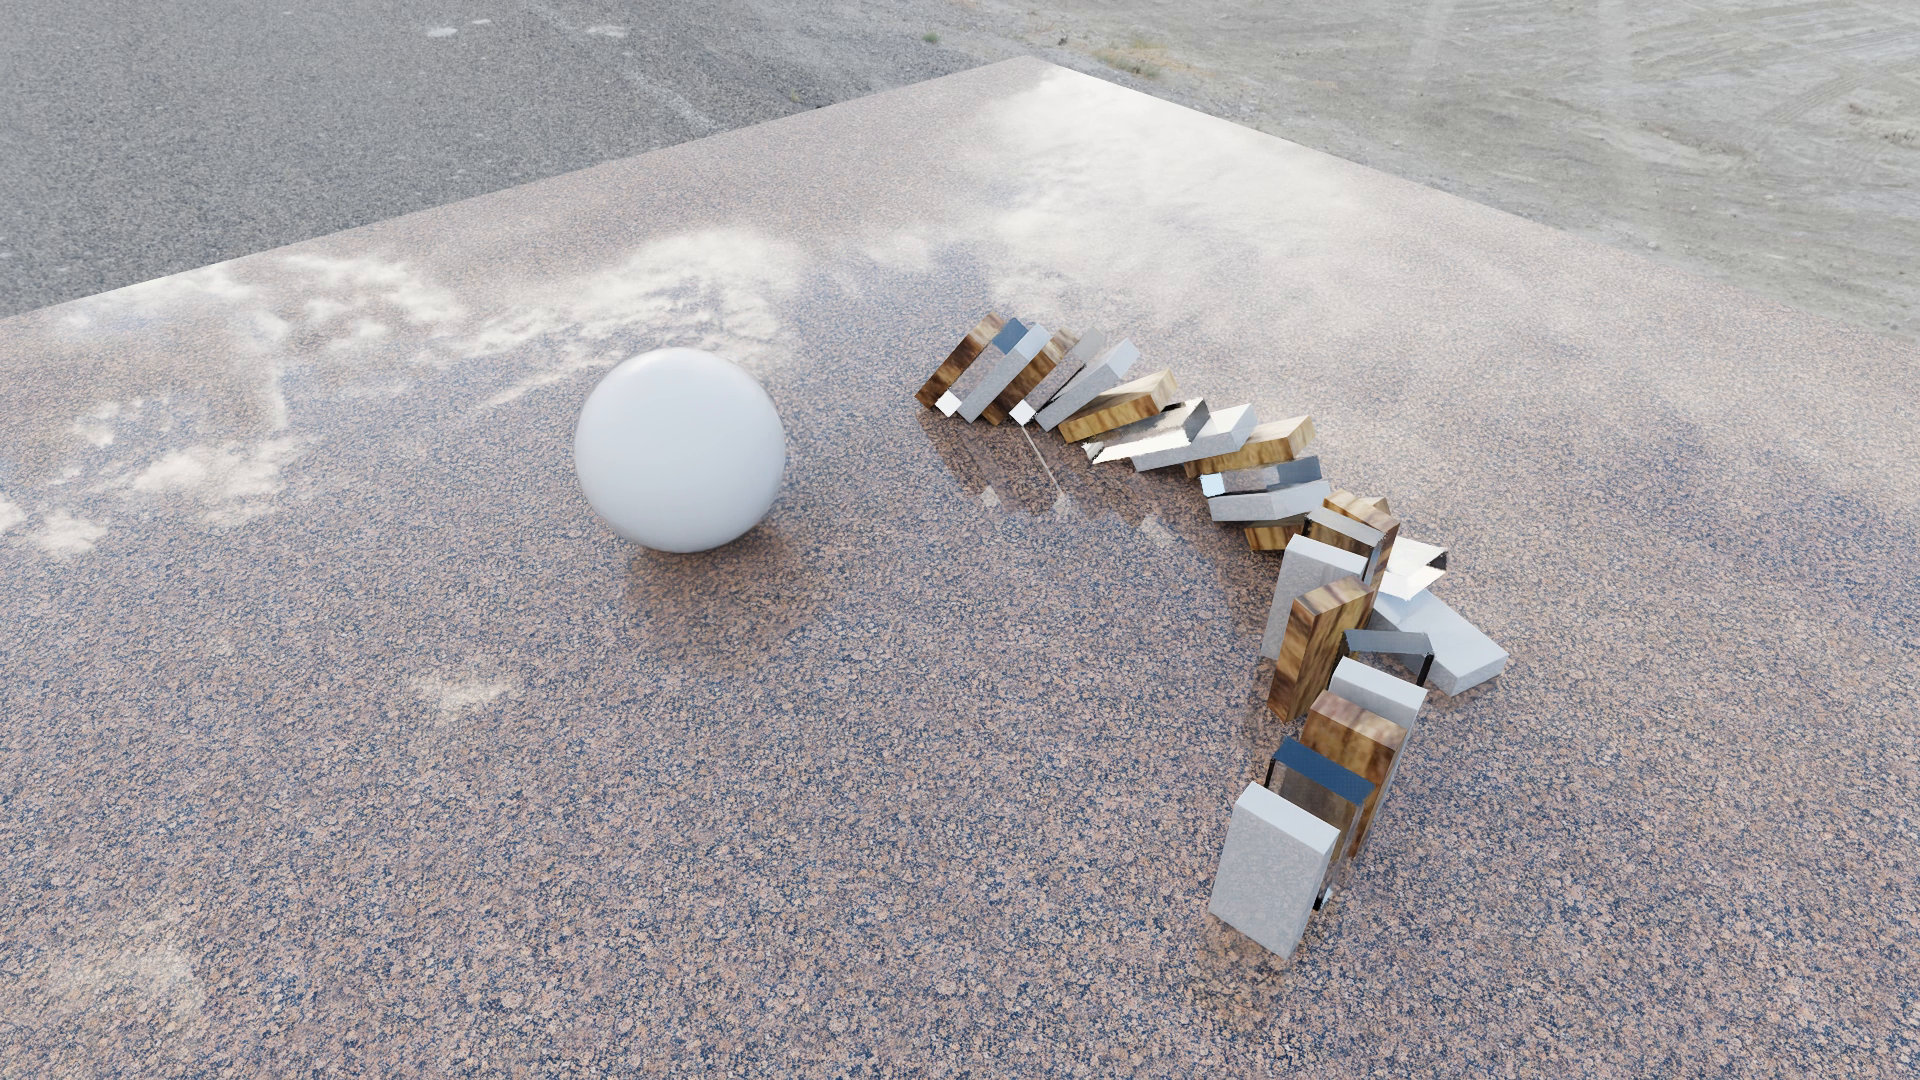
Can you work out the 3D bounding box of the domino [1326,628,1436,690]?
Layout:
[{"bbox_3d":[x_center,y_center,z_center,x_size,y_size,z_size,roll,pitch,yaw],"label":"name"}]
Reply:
[{"bbox_3d":[0.130,0.050,0.350,0.025,0.050,0.010,3,39,3],"label":"domino"}]

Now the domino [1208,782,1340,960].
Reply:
[{"bbox_3d":[0.085,0.091,0.300,0.025,0.050,0.009,28,47,29],"label":"domino"}]

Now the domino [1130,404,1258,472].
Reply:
[{"bbox_3d":[0.101,-0.044,0.478,0.050,0.009,0.025,-10,26,42],"label":"domino"}]

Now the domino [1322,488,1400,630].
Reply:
[{"bbox_3d":[0.141,0.009,0.401,0.009,0.050,0.025,-26,46,-28],"label":"domino"}]

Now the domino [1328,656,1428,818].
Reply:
[{"bbox_3d":[0.123,0.061,0.337,0.025,0.050,0.010,23,45,25],"label":"domino"}]

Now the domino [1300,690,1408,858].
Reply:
[{"bbox_3d":[0.112,0.070,0.326,0.025,0.050,0.009,26,46,29],"label":"domino"}]

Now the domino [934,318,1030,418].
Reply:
[{"bbox_3d":[0.010,-0.080,0.512,0.010,0.050,0.025,43,46,-4],"label":"domino"}]

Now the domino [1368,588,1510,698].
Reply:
[{"bbox_3d":[0.171,0.034,0.402,0.025,0.010,0.050,-18,43,-21],"label":"domino"}]

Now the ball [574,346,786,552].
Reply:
[{"bbox_3d":[-0.109,-0.035,0.431,0.080,0.080,0.080,0,39,0],"label":"ball"}]

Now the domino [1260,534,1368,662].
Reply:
[{"bbox_3d":[0.122,0.024,0.382,0.025,0.050,0.010,21,44,24],"label":"domino"}]

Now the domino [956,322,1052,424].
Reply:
[{"bbox_3d":[0.020,-0.077,0.508,0.009,0.050,0.025,43,46,-4],"label":"domino"}]

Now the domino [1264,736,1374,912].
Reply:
[{"bbox_3d":[0.098,0.081,0.312,0.025,0.050,0.010,28,47,30],"label":"domino"}]

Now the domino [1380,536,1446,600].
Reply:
[{"bbox_3d":[0.157,0.006,0.425,0.025,0.010,0.050,-27,30,-29],"label":"domino"}]

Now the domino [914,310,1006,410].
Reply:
[{"bbox_3d":[0.000,-0.084,0.517,0.010,0.050,0.025,43,46,-4],"label":"domino"}]

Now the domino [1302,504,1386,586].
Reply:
[{"bbox_3d":[0.133,0.014,0.394,0.025,0.050,0.010,28,47,30],"label":"domino"}]

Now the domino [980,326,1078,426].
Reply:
[{"bbox_3d":[0.032,-0.075,0.506,0.009,0.050,0.025,43,46,-4],"label":"domino"}]

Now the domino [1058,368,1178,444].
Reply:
[{"bbox_3d":[0.071,-0.060,0.495,0.050,0.009,0.025,-16,24,41],"label":"domino"}]

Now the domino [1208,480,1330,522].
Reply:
[{"bbox_3d":[0.123,-0.015,0.439,0.025,0.009,0.050,-14,4,-14],"label":"domino"}]

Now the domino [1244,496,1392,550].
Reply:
[{"bbox_3d":[0.139,-0.006,0.430,0.025,0.009,0.050,-27,12,-29],"label":"domino"}]

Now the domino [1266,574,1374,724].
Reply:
[{"bbox_3d":[0.119,0.037,0.367,0.025,0.050,0.010,-19,43,-21],"label":"domino"}]

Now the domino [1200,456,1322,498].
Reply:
[{"bbox_3d":[0.123,-0.026,0.452,0.025,0.009,0.050,-14,4,-15],"label":"domino"}]

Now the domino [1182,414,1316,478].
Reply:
[{"bbox_3d":[0.123,-0.040,0.471,0.050,0.010,0.025,-9,20,43],"label":"domino"}]

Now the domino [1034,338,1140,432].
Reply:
[{"bbox_3d":[0.058,-0.071,0.502,0.010,0.050,0.025,48,46,-9],"label":"domino"}]

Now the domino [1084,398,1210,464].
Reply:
[{"bbox_3d":[0.082,-0.048,0.483,0.050,0.009,0.025,-9,28,41],"label":"domino"}]

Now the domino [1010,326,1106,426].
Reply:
[{"bbox_3d":[0.045,-0.075,0.506,0.009,0.050,0.025,43,46,-4],"label":"domino"}]
